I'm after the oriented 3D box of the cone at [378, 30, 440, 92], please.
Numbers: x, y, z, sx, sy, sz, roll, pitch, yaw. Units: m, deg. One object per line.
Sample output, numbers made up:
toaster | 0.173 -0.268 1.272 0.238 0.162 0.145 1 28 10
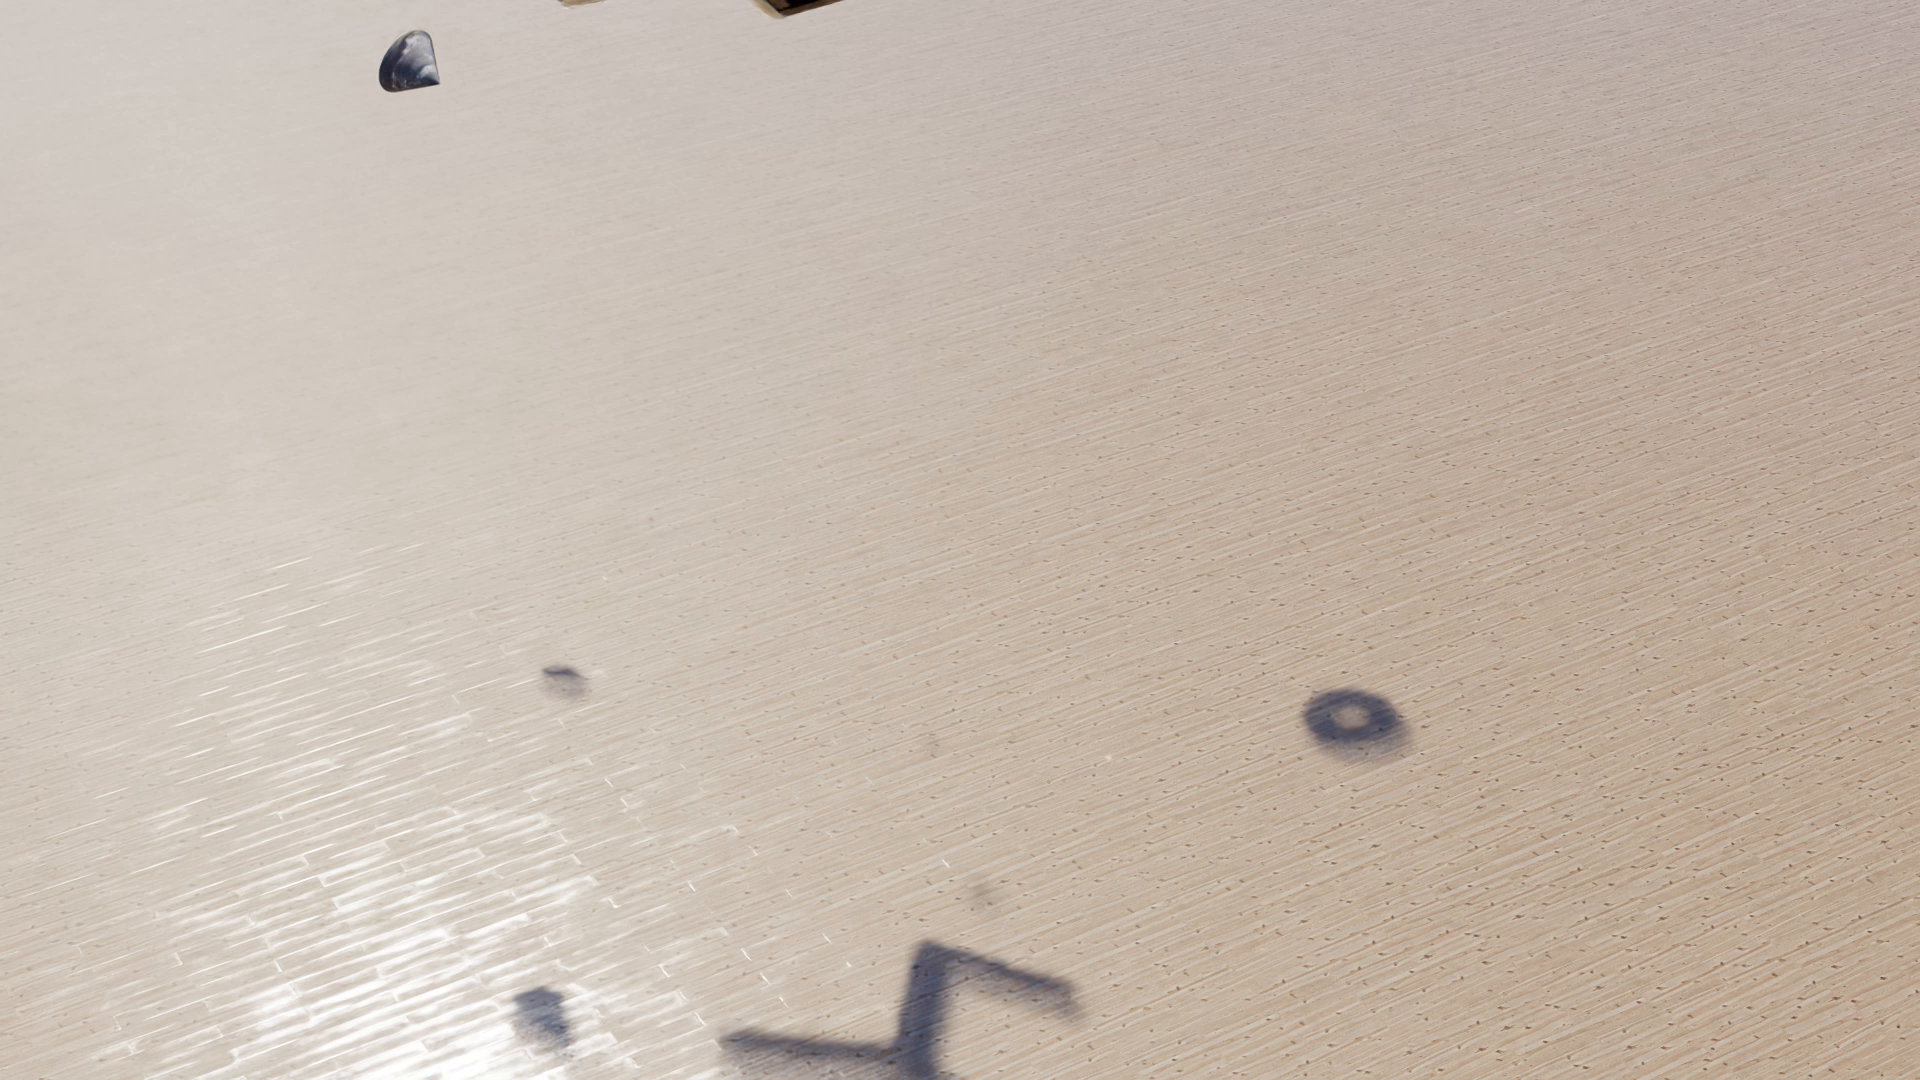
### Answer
cone | -1.698 -1.478 9.271 0.228 0.151 0.251 -53 44 -1
